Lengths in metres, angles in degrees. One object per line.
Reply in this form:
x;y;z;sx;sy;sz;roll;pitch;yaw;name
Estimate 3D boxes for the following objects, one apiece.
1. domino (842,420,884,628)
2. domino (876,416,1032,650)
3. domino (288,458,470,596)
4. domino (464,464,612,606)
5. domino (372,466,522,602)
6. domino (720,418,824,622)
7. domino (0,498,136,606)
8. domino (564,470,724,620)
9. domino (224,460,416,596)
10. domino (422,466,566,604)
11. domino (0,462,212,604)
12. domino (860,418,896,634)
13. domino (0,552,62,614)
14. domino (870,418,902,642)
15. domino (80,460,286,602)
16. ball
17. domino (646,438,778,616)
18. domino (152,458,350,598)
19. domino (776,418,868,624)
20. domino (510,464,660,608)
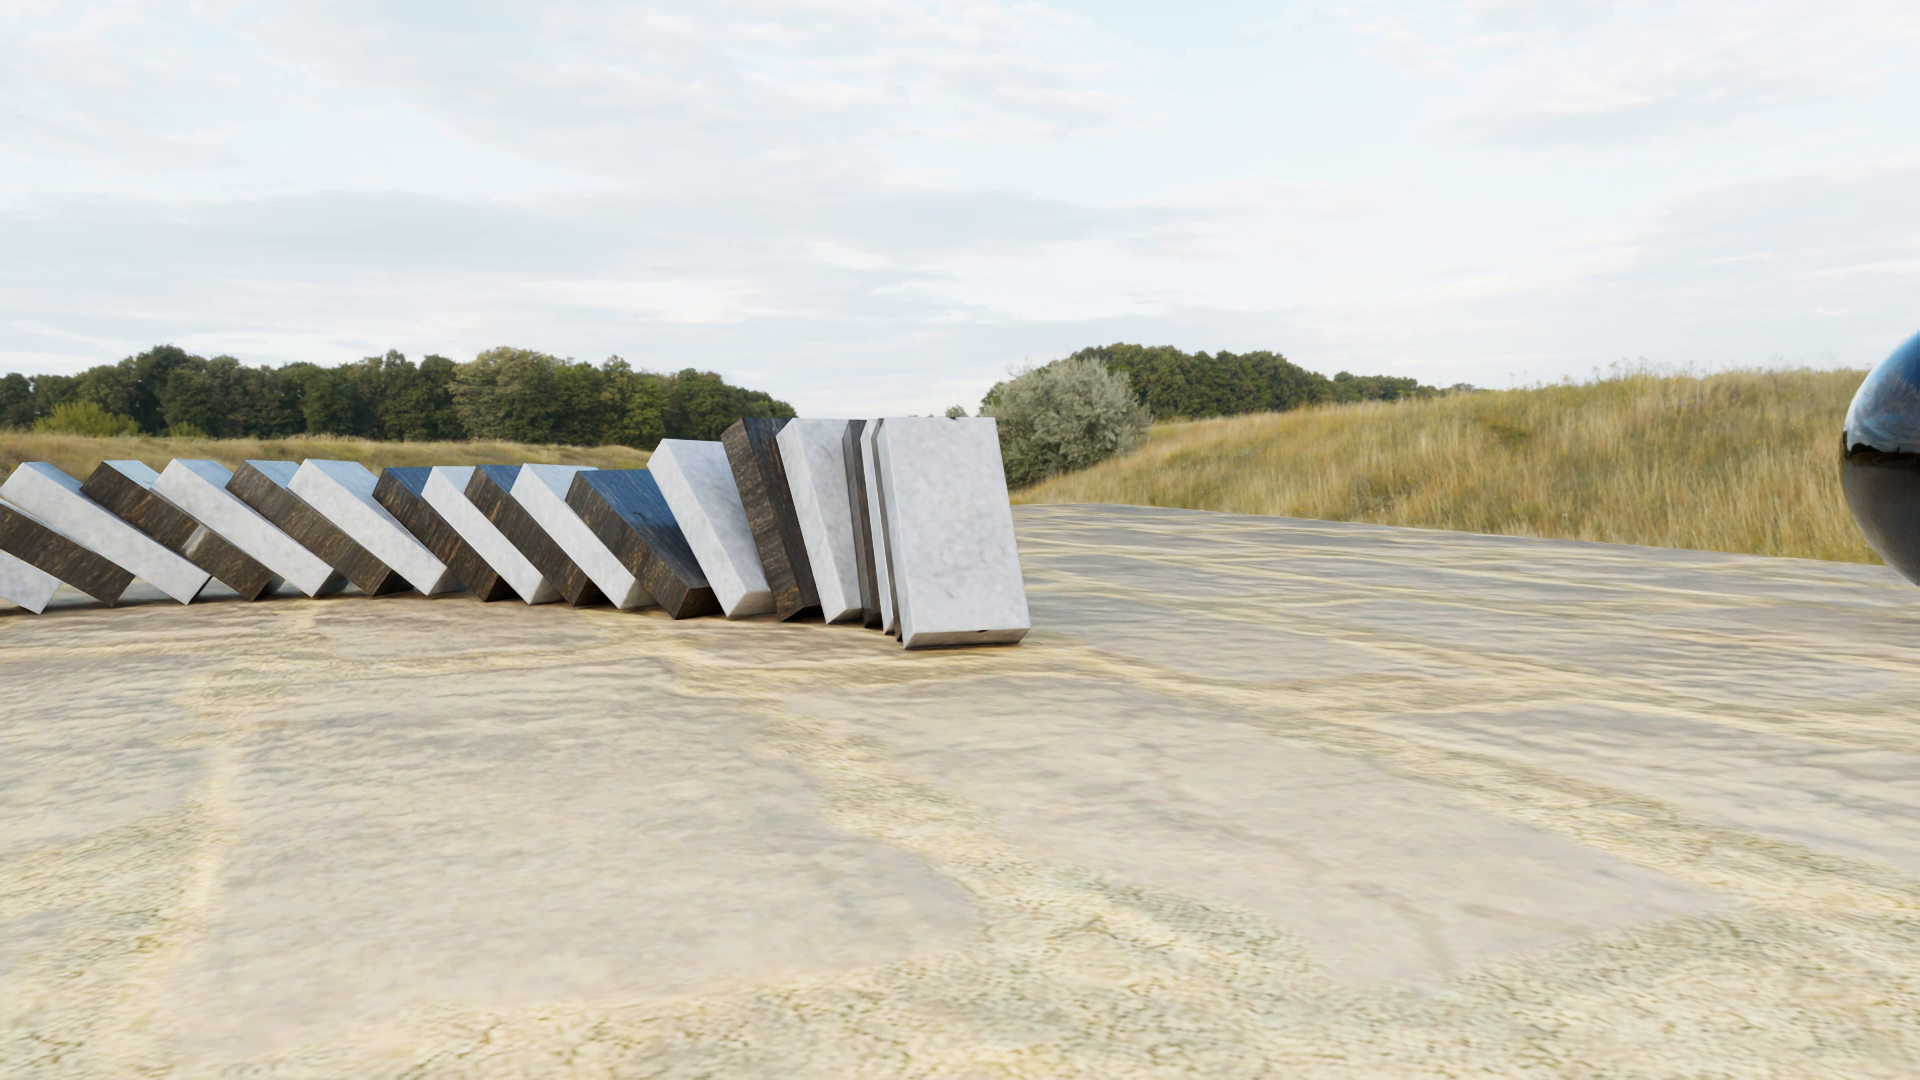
-0.012;-0.005;0.306;0.025;0.050;0.010;-1;-25;-17;domino
-0.002;-0.002;0.275;0.025;0.050;0.010;-1;-25;-17;domino
-0.161;-0.004;0.363;0.050;0.009;0.025;37;5;4;domino
-0.108;-0.002;0.347;0.050;0.010;0.025;40;20;22;domino
-0.139;-0.003;0.362;0.050;0.010;0.025;38;18;18;domino
-0.040;-0.006;0.319;0.025;0.050;0.010;-5;-21;-48;domino
-0.240;-0.001;0.330;0.050;0.010;0.025;38;-18;-29;domino
-0.076;0.000;0.329;0.050;0.009;0.025;41;26;27;domino
-0.177;-0.004;0.362;0.050;0.010;0.025;37;3;0;domino
-0.123;-0.002;0.355;0.050;0.010;0.025;39;20;21;domino
-0.225;-0.002;0.342;0.050;0.010;0.025;39;-12;-22;domino
-0.007;-0.004;0.297;0.025;0.050;0.010;-1;-25;-17;domino
-0.252;0.001;0.316;0.025;0.010;0.050;5;-27;47;domino
-0.004;-0.003;0.286;0.025;0.050;0.010;-1;-25;-17;domino
-0.210;-0.003;0.352;0.050;0.009;0.025;38;-6;-14;domino
0.258;-0.020;0.306;0.080;0.080;0.080;0;4;0;ball
-0.057;-0.004;0.325;0.025;0.050;0.010;-1;-40;-48;domino
-0.195;-0.004;0.358;0.050;0.009;0.025;37;-3;-7;domino
-0.026;-0.005;0.315;0.025;0.050;0.010;-3;-22;-38;domino
-0.094;-0.002;0.340;0.050;0.010;0.025;41;20;24;domino
